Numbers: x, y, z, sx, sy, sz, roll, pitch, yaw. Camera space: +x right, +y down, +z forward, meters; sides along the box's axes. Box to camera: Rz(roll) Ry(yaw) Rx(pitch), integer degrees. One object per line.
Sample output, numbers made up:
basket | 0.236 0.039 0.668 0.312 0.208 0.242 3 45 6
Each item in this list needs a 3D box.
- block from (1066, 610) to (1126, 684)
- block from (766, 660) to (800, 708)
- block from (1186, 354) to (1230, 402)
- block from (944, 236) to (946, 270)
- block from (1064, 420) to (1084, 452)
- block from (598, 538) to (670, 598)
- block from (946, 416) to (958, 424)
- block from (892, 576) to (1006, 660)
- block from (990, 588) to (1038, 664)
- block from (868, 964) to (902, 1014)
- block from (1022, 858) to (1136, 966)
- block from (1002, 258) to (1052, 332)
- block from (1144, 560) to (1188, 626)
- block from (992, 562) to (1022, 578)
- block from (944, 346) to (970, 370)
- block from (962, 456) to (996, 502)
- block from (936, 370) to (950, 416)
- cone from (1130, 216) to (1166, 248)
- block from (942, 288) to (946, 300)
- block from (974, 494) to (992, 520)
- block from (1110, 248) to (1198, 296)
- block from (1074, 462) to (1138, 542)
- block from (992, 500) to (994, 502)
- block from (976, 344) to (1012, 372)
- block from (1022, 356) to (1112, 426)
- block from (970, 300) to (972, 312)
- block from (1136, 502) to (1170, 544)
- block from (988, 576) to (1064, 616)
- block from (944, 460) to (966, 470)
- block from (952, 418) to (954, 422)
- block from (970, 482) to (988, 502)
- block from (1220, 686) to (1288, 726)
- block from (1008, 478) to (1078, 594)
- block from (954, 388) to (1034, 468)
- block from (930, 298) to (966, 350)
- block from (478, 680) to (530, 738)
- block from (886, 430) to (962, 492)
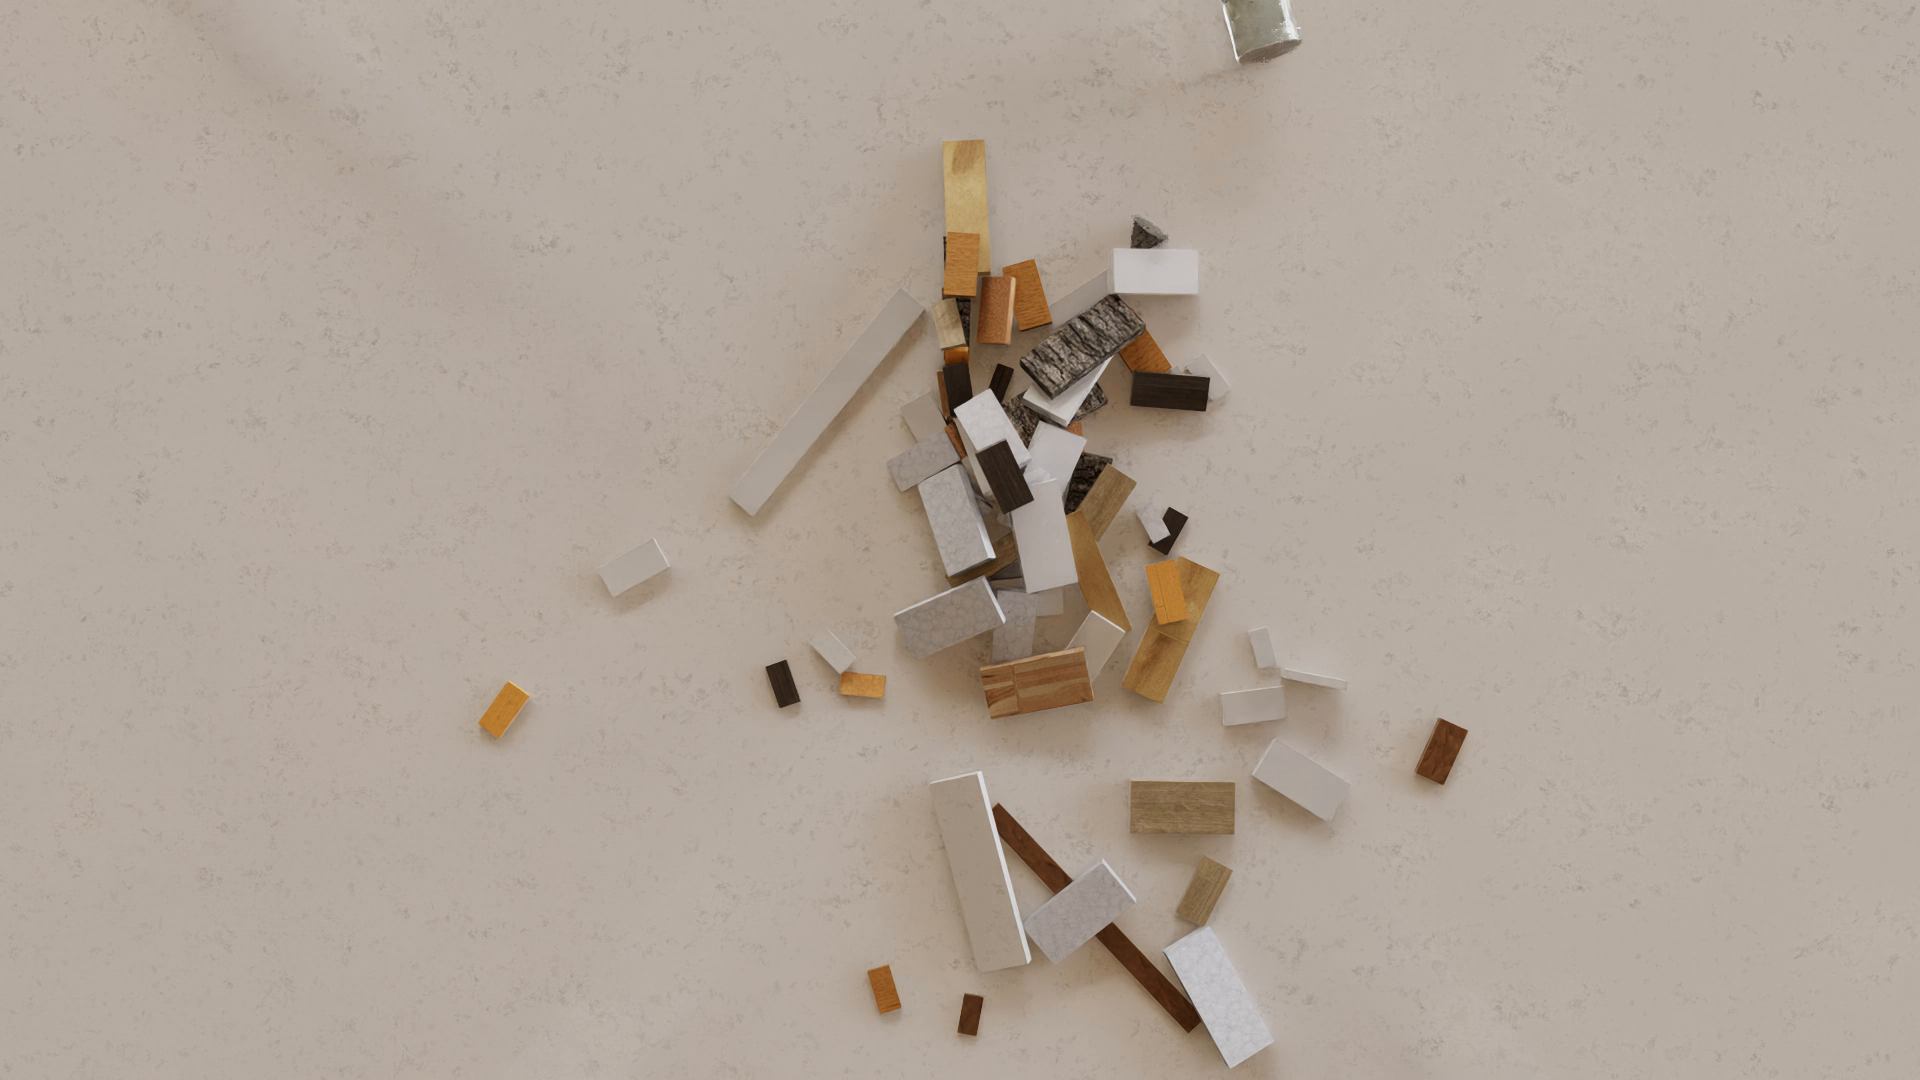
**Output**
block | 0.420 0.377 5.458 0.131 0.037 0.263 33 100 -1
block | -0.588 0.479 5.490 0.073 0.021 0.147 -19 90 0
block | 0.825 -0.541 5.490 0.073 0.021 0.147 -38 90 0
block | -0.012 -0.923 5.465 0.082 0.023 0.164 -2 90 0
block | 0.354 -0.354 5.486 0.102 0.029 0.204 -7 90 0
block | -1.085 0.092 5.485 0.212 0.030 0.106 -29 90 0
block | -0.006 -0.460 5.466 0.077 0.022 0.154 -1 108 0
block | -0.035 0.257 5.424 0.330 0.047 0.165 -24 99 15
block | 0.178 0.293 5.449 0.131 0.037 0.263 5 105 0
block | -0.251 1.495 5.490 0.073 0.021 0.147 -17 90 0
block | 0.393 1.230 5.451 0.346 0.049 0.173 -40 90 8
block | 0.223 -0.811 5.471 0.110 0.031 0.221 -16 84 2
block | 0.681 0.172 5.445 0.100 0.028 0.200 -13 90 0
block | 0.175 0.111 5.490 0.146 0.021 0.073 7 90 0
block | -0.008 -0.568 5.438 0.077 0.022 0.154 -2 134 1
block | 0.086 -0.216 5.428 0.085 0.024 0.170 -34 89 6
block | -0.028 -0.487 5.434 0.077 0.022 0.154 -8 108 2
cone | 0.597 -0.982 5.471 0.130 0.130 0.130 34 117 0
block | -0.015 -0.754 5.465 0.082 0.023 0.164 -3 90 0
block | 0.025 -0.066 5.450 0.085 0.024 0.170 34 110 -7
block | 0.640 -0.884 5.445 0.292 0.041 0.146 -1 90 -14
block | 0.470 -0.124 5.437 0.118 0.033 0.236 33 98 -3
block | 0.164 -0.222 5.486 0.204 0.029 0.102 -33 90 0
block | 0.114 -0.623 5.492 0.059 0.017 0.118 40 90 0
block | 0.361 -0.545 5.407 0.165 0.047 0.330 29 71 14
block | -0.007 -0.841 5.488 0.082 0.023 0.164 -4 90 0
block | 0.640 -0.058 5.475 0.063 0.018 0.127 -29 79 7
block | 0.207 0.188 5.466 0.263 0.037 0.131 -5 99 2
block | -0.020 -0.244 5.494 0.091 0.013 0.045 -34 90 0
block | 0.001 -0.362 5.479 0.045 0.013 0.091 -5 108 1
block | 0.067 -0.155 5.461 0.170 0.024 0.085 -36 90 9
block | 0.976 0.551 5.485 0.212 0.030 0.106 -7 90 0
block | 0.265 -0.014 5.374 0.172 0.049 0.345 -13 100 -6
block | 0.107 -0.340 5.351 0.139 0.040 0.279 -30 71 2
block | -0.038 -0.706 5.394 0.083 0.024 0.166 -13 73 0
block | -1.516 0.563 5.488 0.086 0.024 0.172 36 90 0
block | -0.120 -0.263 5.454 0.230 0.033 0.115 -28 90 15
